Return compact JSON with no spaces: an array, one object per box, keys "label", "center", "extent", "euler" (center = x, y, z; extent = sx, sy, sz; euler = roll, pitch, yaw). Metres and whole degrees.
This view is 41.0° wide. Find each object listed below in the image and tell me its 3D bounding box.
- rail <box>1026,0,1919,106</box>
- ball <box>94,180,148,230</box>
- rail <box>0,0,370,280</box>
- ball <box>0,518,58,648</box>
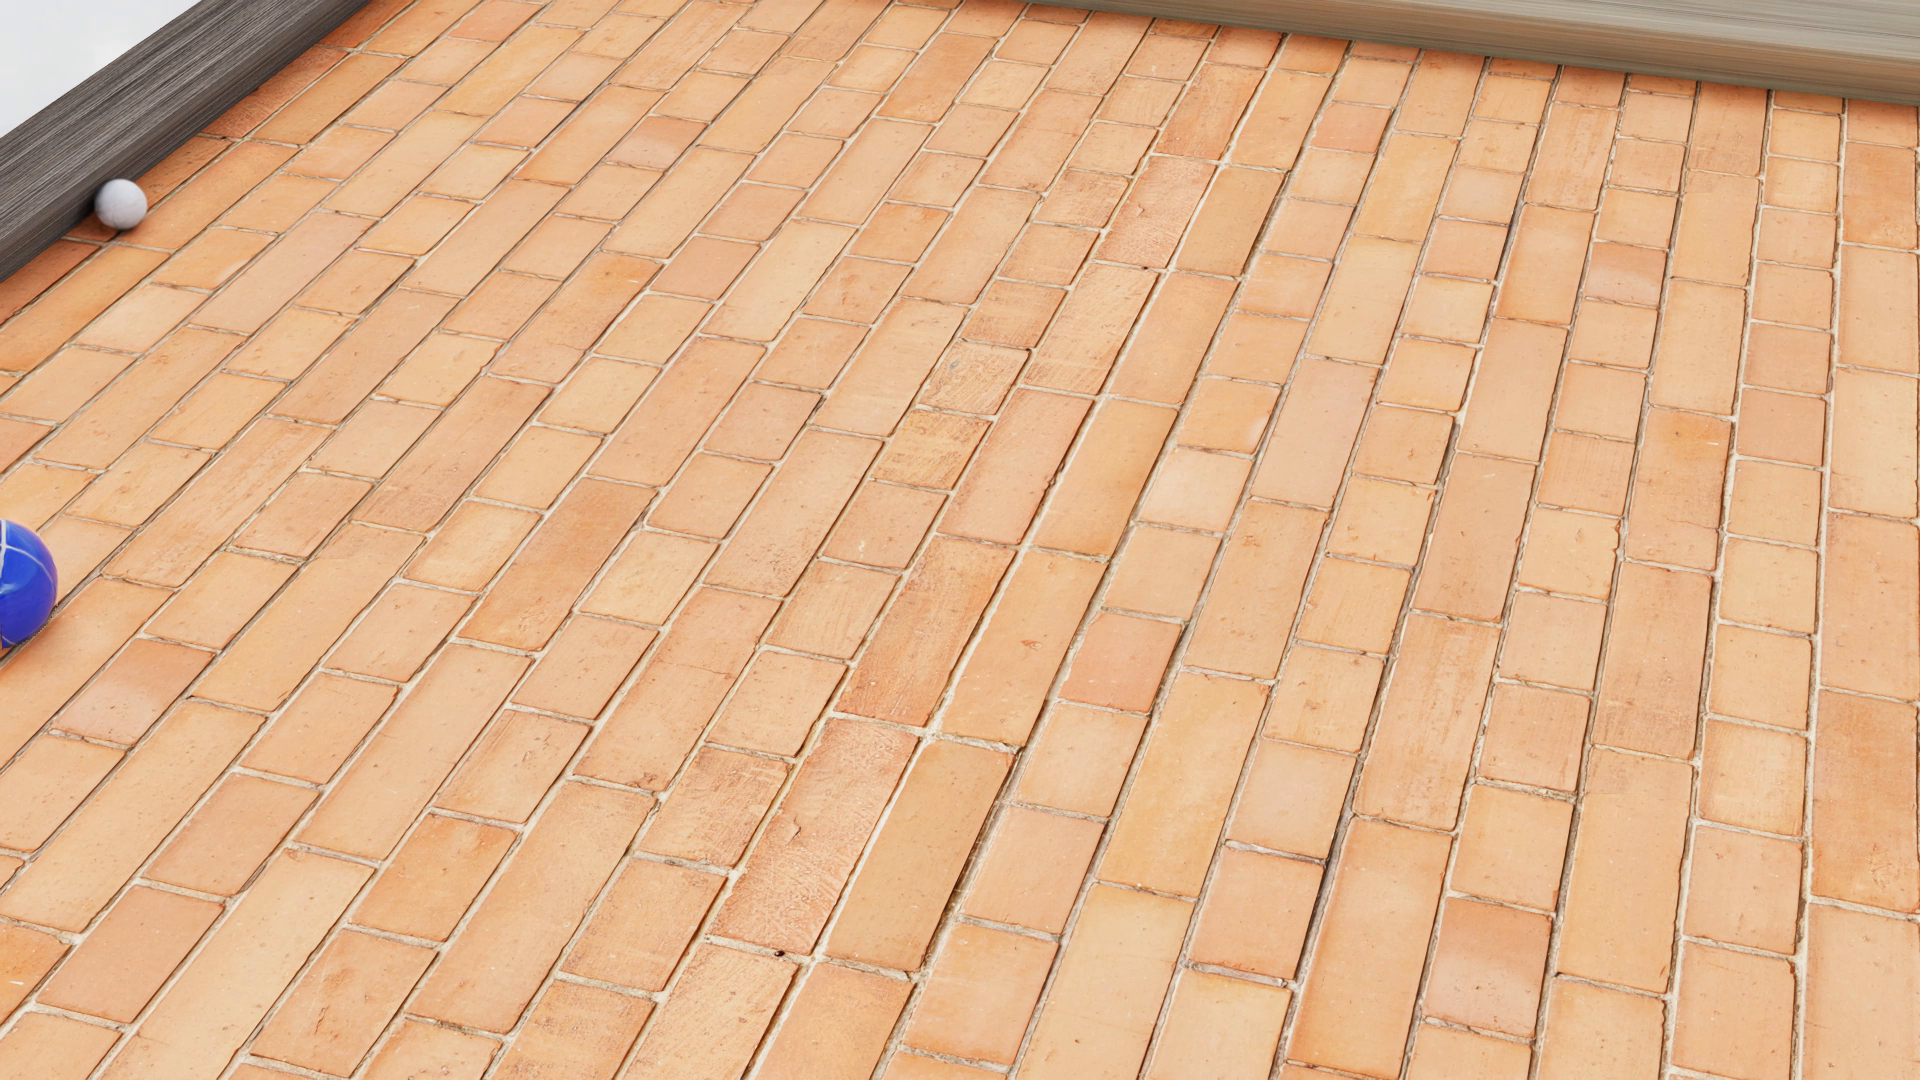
[{"label":"rail","center":[1.300,-0.466,2.654],"extent":[4.055,0.129,0.045],"euler":[10,35,14]},{"label":"ball","center":[-0.825,-0.329,2.522],"extent":[0.050,0.050,0.050],"euler":[0,34,0]},{"label":"rail","center":[-0.946,-0.197,2.250],"extent":[0.045,0.129,2.299],"euler":[10,35,14]},{"label":"ball","center":[-0.733,0.032,1.936],"extent":[0.099,0.099,0.099],"euler":[0,34,0]}]
